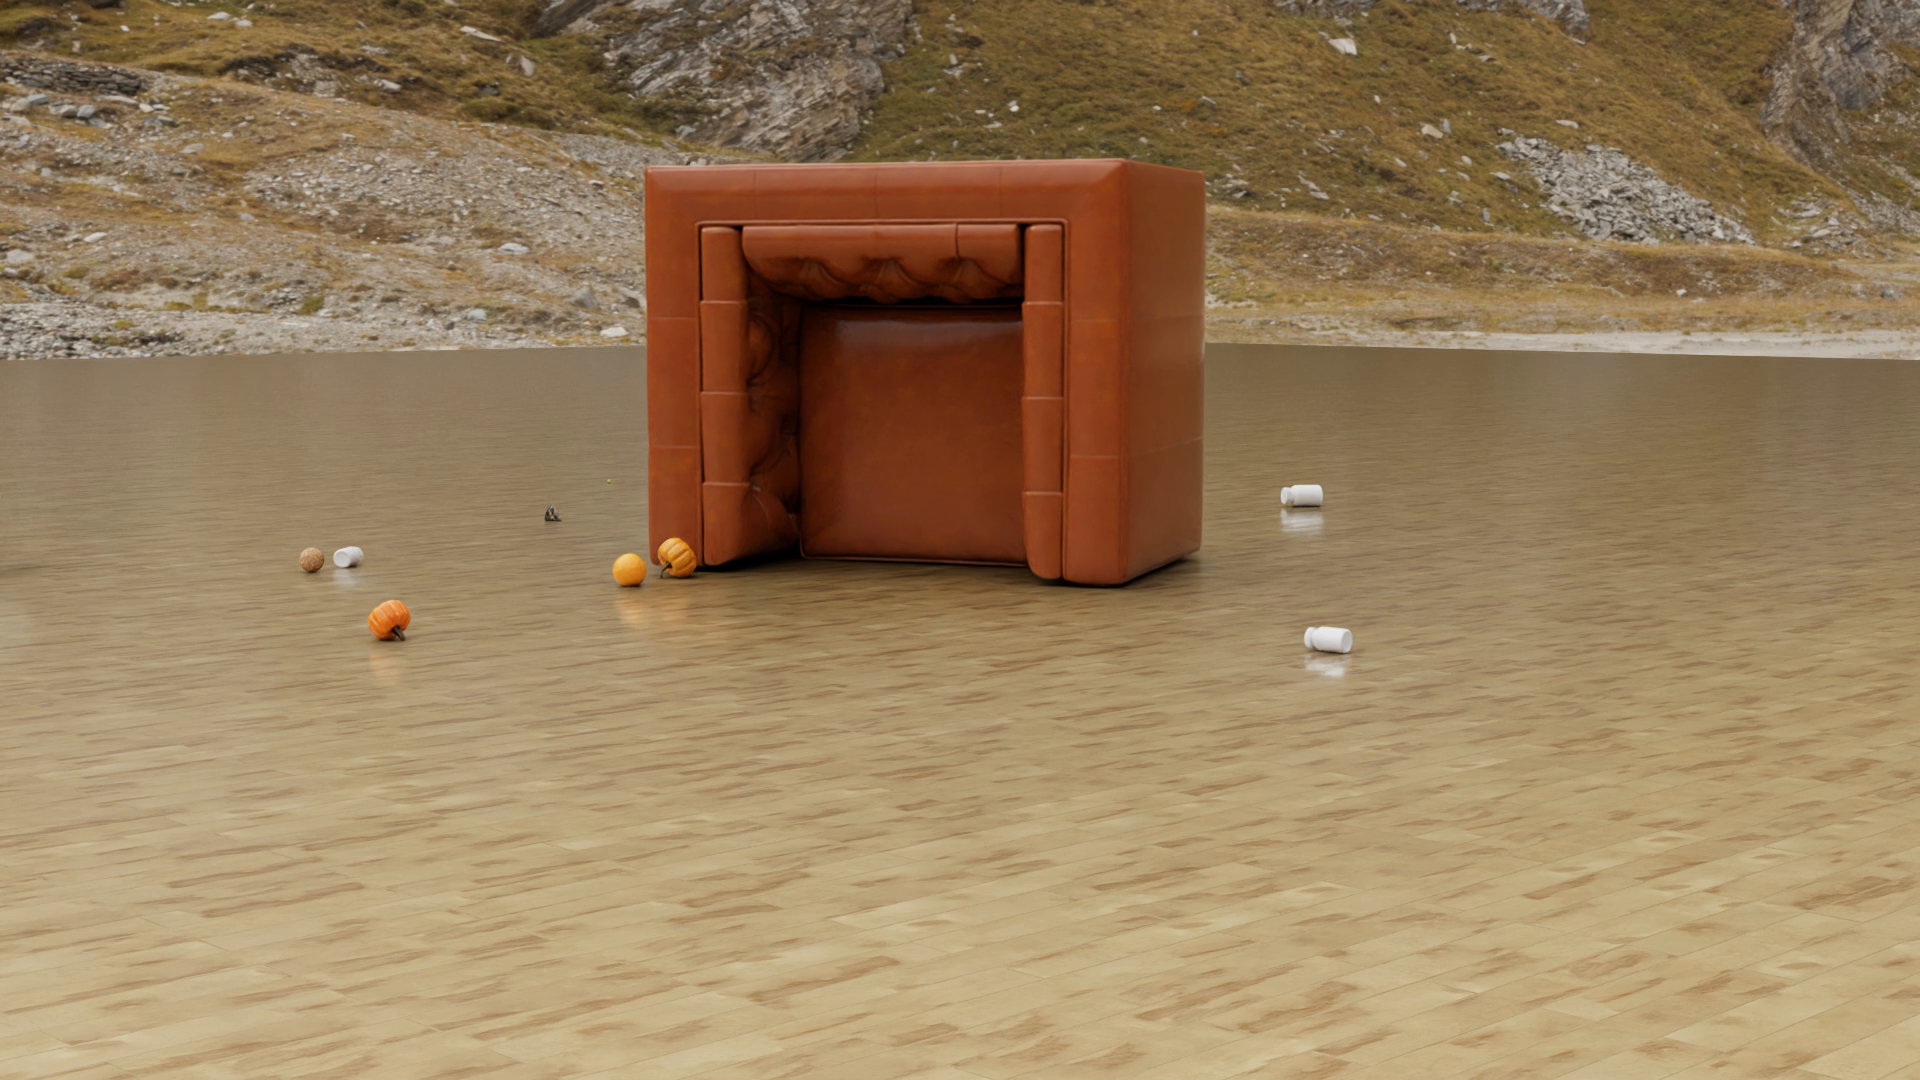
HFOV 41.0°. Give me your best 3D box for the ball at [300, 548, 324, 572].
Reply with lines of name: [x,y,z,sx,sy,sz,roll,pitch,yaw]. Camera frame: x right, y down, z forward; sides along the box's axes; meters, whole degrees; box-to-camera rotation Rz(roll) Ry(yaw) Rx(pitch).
ball: [-1.444,0.044,5.717,0.054,0.054,0.054,0,6,0]

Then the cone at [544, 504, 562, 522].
cone: [-1.088,-0.062,6.910,0.049,0.049,0.034,31,13,19]
